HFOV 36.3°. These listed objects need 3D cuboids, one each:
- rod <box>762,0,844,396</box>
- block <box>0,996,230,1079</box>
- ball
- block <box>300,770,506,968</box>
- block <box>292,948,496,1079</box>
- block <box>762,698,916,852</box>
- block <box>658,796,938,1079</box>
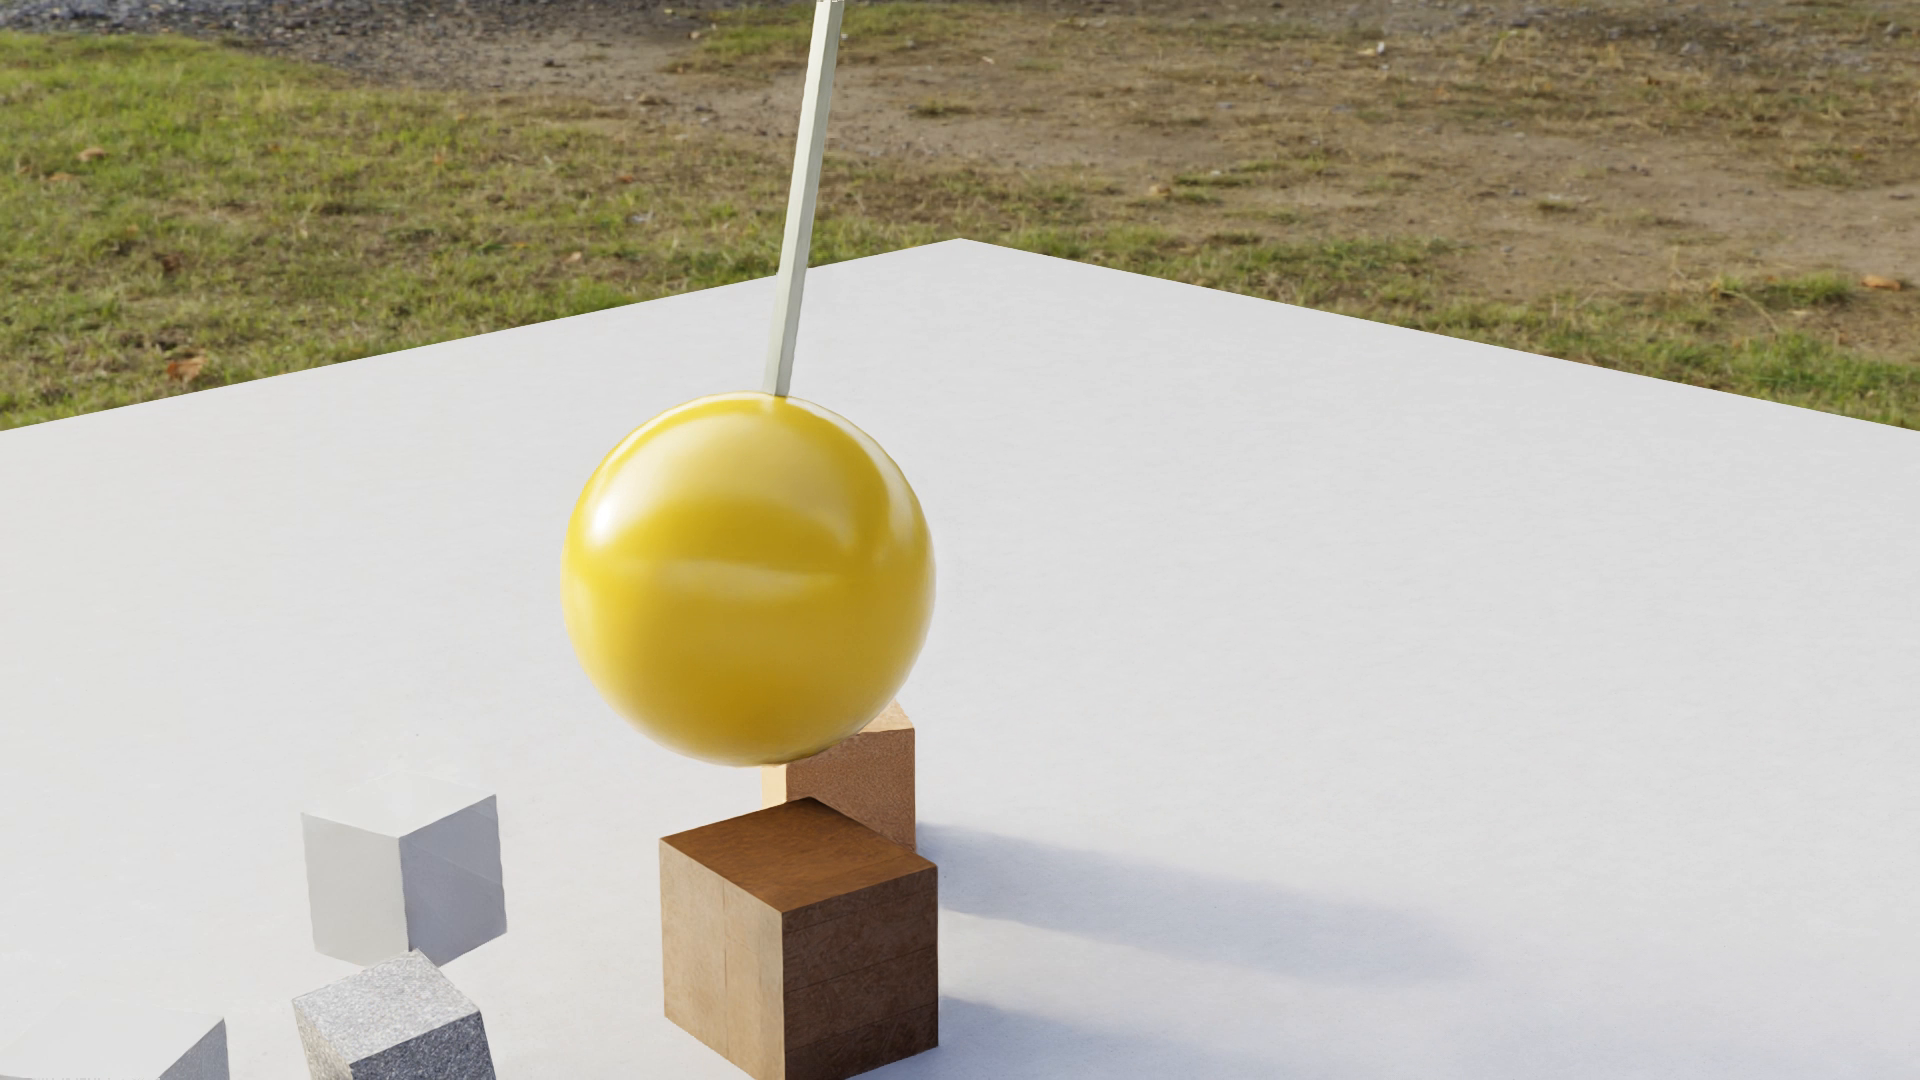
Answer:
[{"bbox_3d":[-0.389,-3.156,11.943,0.080,5.200,0.080,17,12,42],"label":"rod"},{"bbox_3d":[-3.103,2.098,10.706,0.644,0.577,0.612,4,18,14],"label":"block"},{"bbox_3d":[-0.897,0.167,12.454,1.600,1.600,1.600,0,17,0],"label":"ball"},{"bbox_3d":[-2.177,1.306,11.499,0.531,0.589,0.530,9,20,34],"label":"block"},{"bbox_3d":[-2.078,1.985,10.908,0.513,0.598,0.605,-20,25,-27],"label":"block"},{"bbox_3d":[-0.574,1.110,13.681,0.601,0.679,0.635,-4,18,-13],"label":"block"},{"bbox_3d":[-0.654,1.626,11.842,0.741,0.797,0.896,-13,21,-35],"label":"block"}]
